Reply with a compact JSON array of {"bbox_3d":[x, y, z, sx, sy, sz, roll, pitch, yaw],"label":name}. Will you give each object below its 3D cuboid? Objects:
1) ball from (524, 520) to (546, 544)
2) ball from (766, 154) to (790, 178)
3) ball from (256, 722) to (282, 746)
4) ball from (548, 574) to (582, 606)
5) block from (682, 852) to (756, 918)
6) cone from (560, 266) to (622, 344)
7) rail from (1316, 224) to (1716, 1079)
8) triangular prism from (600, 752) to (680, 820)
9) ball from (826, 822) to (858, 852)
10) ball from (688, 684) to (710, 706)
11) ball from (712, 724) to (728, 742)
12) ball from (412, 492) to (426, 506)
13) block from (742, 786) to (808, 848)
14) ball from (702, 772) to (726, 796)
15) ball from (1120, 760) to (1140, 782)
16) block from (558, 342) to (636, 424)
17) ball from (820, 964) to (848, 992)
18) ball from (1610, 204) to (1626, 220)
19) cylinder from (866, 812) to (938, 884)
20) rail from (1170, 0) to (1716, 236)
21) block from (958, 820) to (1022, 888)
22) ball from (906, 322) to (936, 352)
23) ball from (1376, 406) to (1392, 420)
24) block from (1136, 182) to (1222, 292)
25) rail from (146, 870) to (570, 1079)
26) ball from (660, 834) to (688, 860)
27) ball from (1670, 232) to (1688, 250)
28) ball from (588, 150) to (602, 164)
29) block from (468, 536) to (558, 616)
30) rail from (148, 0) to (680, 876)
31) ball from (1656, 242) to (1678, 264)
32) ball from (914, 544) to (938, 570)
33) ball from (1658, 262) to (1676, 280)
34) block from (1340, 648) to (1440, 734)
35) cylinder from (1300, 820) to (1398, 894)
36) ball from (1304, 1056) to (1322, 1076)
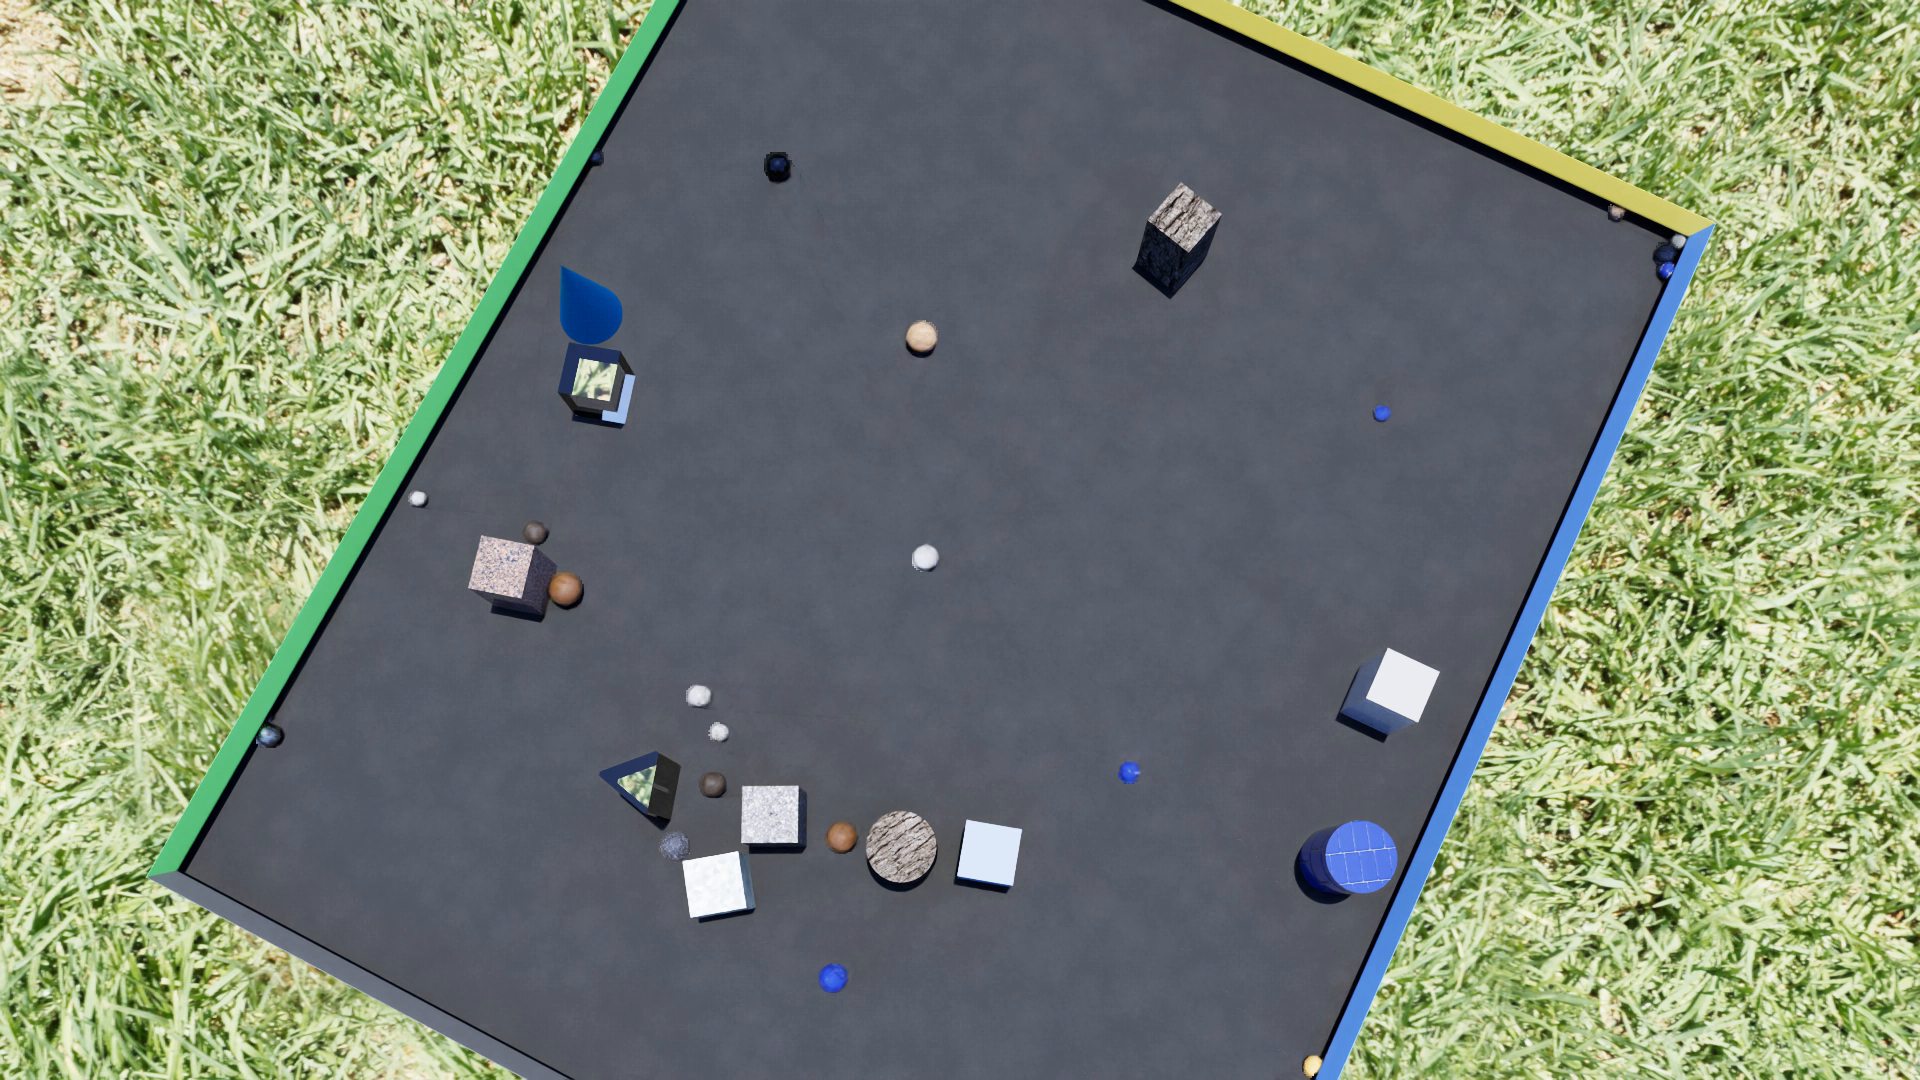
[{"bbox_3d":[-1.296,-0.024,5.586,0.069,0.069,0.069,0,78,0],"label":"ball"},{"bbox_3d":[-0.578,-1.188,5.822,0.079,0.079,0.079,0,78,0],"label":"ball"},{"bbox_3d":[-2.060,0.580,5.461,0.069,0.069,0.069,0,78,0],"label":"ball"},{"bbox_3d":[-1.192,0.150,5.535,0.098,0.098,0.098,0,78,0],"label":"ball"},{"bbox_3d":[-0.692,0.995,5.283,0.157,0.250,0.157,-10,78,-2],"label":"block"},{"bbox_3d":[-1.160,-0.754,5.545,0.197,0.446,0.197,0,78,0],"label":"cone"},{"bbox_3d":[1.458,0.720,5.401,0.045,0.128,3.888,26,80,5],"label":"rail"},{"bbox_3d":[-0.883,0.684,5.262,0.170,0.417,0.148,39,81,7],"label":"triangular prism"},{"bbox_3d":[-0.347,0.872,5.390,0.090,0.090,0.090,0,78,0],"label":"ball"},{"bbox_3d":[-0.779,0.467,5.486,0.066,0.066,0.066,0,78,0],"label":"ball"},{"bbox_3d":[-0.717,0.576,5.471,0.052,0.052,0.052,0,78,0],"label":"ball"},{"bbox_3d":[-1.659,-0.126,5.619,0.046,0.046,0.046,0,78,0],"label":"ball"},{"bbox_3d":[-0.534,0.801,5.296,0.157,0.303,0.157,0,78,0],"label":"block"},{"bbox_3d":[-0.729,0.723,5.429,0.075,0.075,0.075,0,78,0],"label":"ball"},{"bbox_3d":[0.505,0.687,5.444,0.061,0.061,0.061,0,78,0],"label":"ball"},{"bbox_3d":[-1.105,-0.476,5.584,0.157,0.256,0.157,10,78,2],"label":"block"},{"bbox_3d":[-0.365,1.268,5.313,0.080,0.080,0.080,0,78,0],"label":"ball"},{"bbox_3d":[2.084,-1.039,5.807,0.048,0.048,0.048,0,78,0],"label":"ball"},{"bbox_3d":[-0.164,0.888,5.269,0.197,0.320,0.197,0,78,0],"label":"cylinder"},{"bbox_3d":[0.859,-1.675,5.897,3.307,0.128,0.045,26,80,5],"label":"rail"},{"bbox_3d":[0.083,0.907,5.286,0.157,0.280,0.157,9,78,2],"label":"block"},{"bbox_3d":[-0.120,-0.629,5.699,0.094,0.094,0.094,0,78,0],"label":"ball"},{"bbox_3d":[1.310,-0.393,5.673,0.048,0.048,0.048,0,78,0],"label":"ball"},{"bbox_3d":[0.669,-0.925,5.627,0.157,0.354,0.157,40,81,8],"label":"block"},{"bbox_3d":[-0.859,1.689,5.201,3.307,0.128,0.045,26,80,5],"label":"rail"},{"bbox_3d":[-0.840,0.903,5.389,0.079,0.079,0.079,0,78,0],"label":"ball"},{"bbox_3d":[2.271,-0.943,5.784,0.053,0.053,0.053,0,78,0],"label":"ball"},{"bbox_3d":[-1.163,-1.222,5.846,0.045,0.045,0.045,0,78,0],"label":"ball"},{"bbox_3d":[-1.322,0.109,5.435,0.157,0.311,0.157,11,79,2],"label":"block"},{"bbox_3d":[-1.458,-0.707,5.697,0.045,0.128,3.888,26,80,5],"label":"rail"},{"bbox_3d":[2.225,-0.904,5.772,0.063,0.063,0.063,0,78,0],"label":"ball"},{"bbox_3d":[-0.103,0.052,5.567,0.075,0.075,0.075,0,78,0],"label":"ball"},{"bbox_3d":[2.227,-0.846,5.764,0.054,0.054,0.054,0,78,0],"label":"ball"},{"bbox_3d":[1.247,0.445,5.337,0.157,0.366,0.157,25,79,5],"label":"block"},{"bbox_3d":[1.102,0.910,5.225,0.197,0.398,0.197,0,78,0],"label":"cylinder"},{"bbox_3d":[1.018,1.513,5.274,0.057,0.057,0.057,0,78,0],"label":"ball"}]
